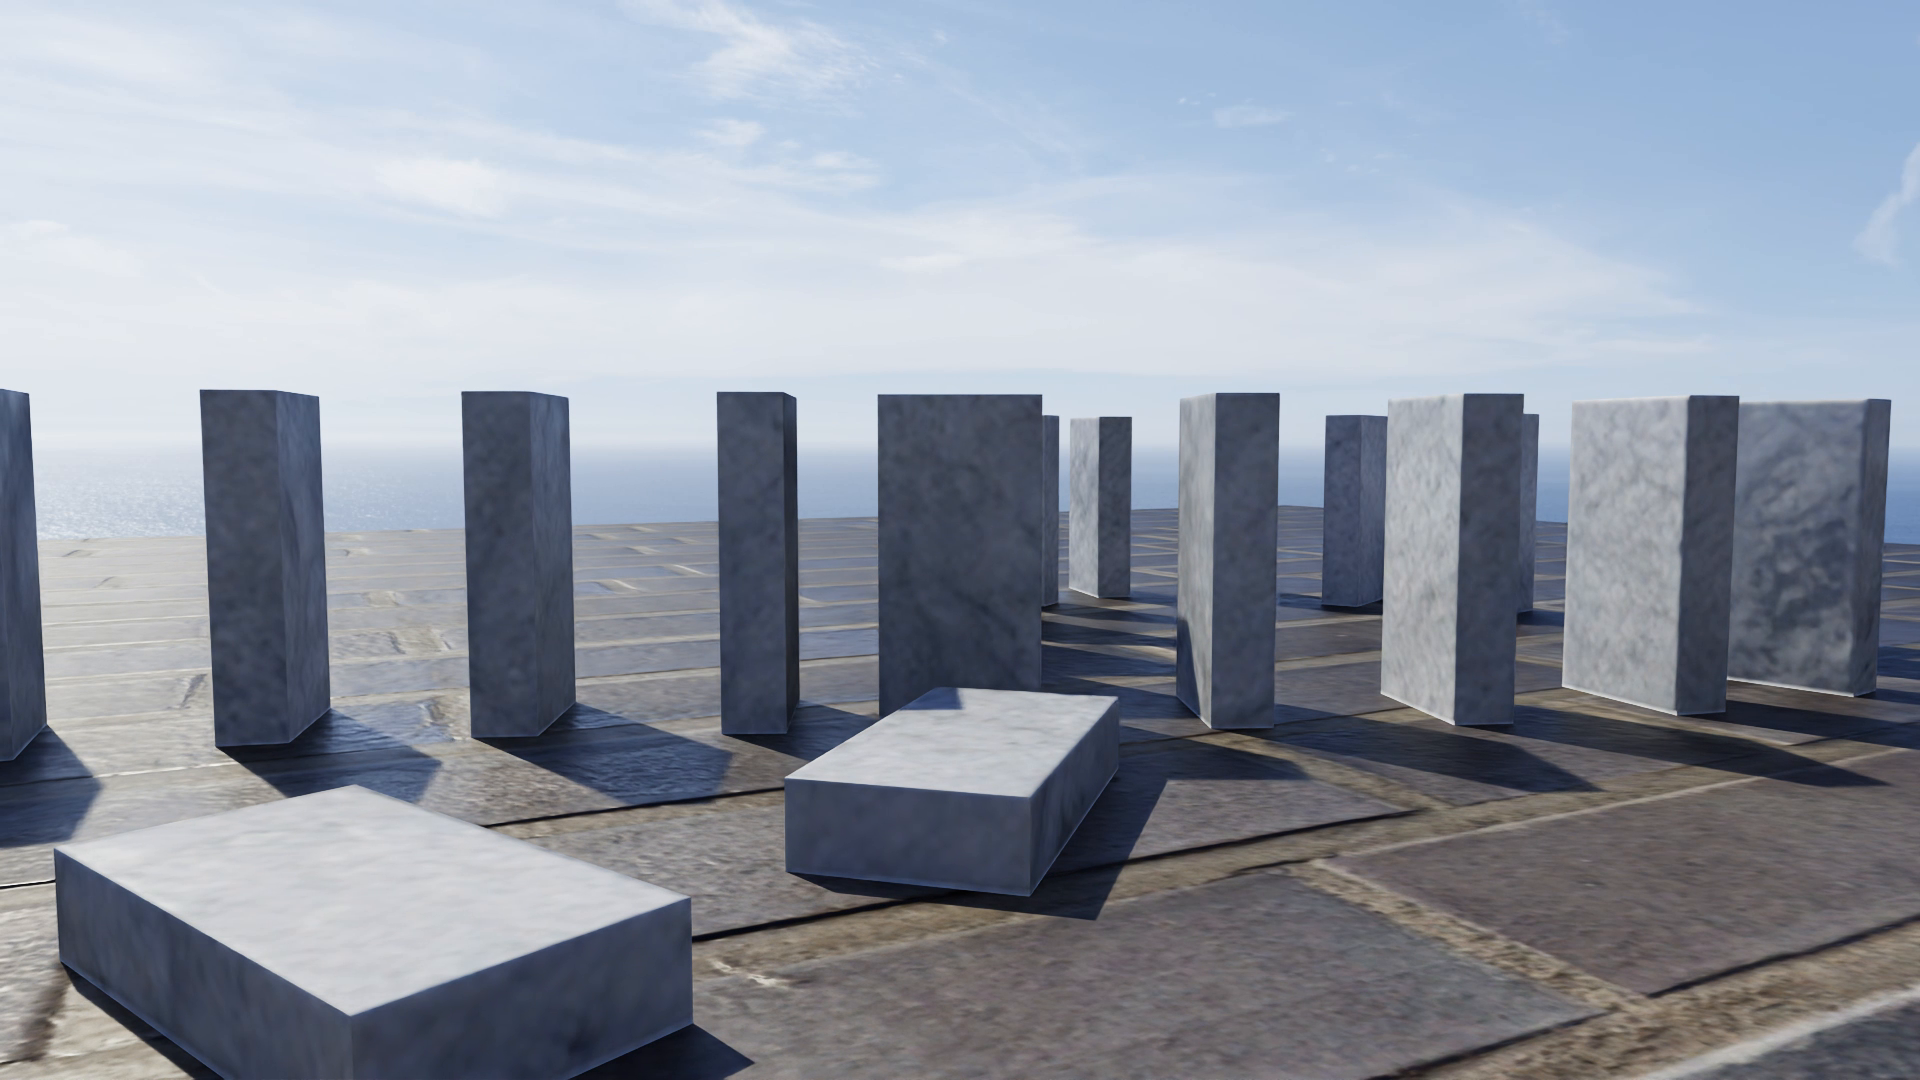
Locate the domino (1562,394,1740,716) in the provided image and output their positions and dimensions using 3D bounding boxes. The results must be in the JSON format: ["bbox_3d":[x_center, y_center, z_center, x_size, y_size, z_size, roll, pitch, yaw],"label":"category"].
[{"bbox_3d":[0.114,0.002,0.213,0.009,0.050,0.025,-1,4,-16],"label":"domino"}]

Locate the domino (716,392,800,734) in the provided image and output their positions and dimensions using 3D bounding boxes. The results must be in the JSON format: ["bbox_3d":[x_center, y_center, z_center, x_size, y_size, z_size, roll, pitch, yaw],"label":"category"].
[{"bbox_3d":[-0.031,0.003,0.199,0.009,0.050,0.025,0,4,-3],"label":"domino"}]

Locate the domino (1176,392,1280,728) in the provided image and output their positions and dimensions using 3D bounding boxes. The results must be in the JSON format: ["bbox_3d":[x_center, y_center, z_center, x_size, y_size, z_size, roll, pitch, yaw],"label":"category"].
[{"bbox_3d":[0.042,0.002,0.203,0.010,0.050,0.025,0,4,-2],"label":"domino"}]

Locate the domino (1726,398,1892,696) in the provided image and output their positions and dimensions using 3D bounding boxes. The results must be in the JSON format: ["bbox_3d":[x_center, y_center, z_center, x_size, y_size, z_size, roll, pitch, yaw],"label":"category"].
[{"bbox_3d":[0.147,0.001,0.227,0.009,0.050,0.025,-3,5,-36],"label":"domino"}]

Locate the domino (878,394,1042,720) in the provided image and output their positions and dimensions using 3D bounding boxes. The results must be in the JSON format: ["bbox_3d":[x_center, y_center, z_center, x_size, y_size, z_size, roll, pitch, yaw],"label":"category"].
[{"bbox_3d":[0.000,0.002,0.201,0.025,0.050,0.009,0,4,0],"label":"domino"}]

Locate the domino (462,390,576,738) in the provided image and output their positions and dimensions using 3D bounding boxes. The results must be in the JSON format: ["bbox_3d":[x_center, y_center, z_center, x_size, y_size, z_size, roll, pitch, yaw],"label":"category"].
[{"bbox_3d":[-0.067,0.003,0.197,0.009,0.050,0.025,0,4,-4],"label":"domino"}]

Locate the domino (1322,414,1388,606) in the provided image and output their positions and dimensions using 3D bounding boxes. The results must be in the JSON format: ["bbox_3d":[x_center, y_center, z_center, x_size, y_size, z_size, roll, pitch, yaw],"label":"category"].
[{"bbox_3d":[0.107,-0.008,0.346,0.010,0.050,0.025,3,5,36],"label":"domino"}]

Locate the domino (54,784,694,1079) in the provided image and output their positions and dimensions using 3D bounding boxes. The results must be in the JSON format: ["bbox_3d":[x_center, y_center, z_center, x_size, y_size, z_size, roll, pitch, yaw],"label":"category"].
[{"bbox_3d":[-0.047,0.030,0.100,0.050,0.009,0.025,3,5,38],"label":"domino"}]

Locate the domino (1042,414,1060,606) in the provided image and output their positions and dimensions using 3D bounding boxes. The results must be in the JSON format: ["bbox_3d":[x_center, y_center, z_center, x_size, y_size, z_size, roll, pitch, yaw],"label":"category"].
[{"bbox_3d":[0.013,-0.008,0.344,0.025,0.050,0.010,2,5,26],"label":"domino"}]

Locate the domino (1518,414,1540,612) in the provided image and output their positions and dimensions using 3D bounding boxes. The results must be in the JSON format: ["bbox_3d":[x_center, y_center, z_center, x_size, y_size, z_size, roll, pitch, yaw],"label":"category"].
[{"bbox_3d":[0.134,-0.007,0.322,0.025,0.050,0.010,-4,6,-41],"label":"domino"}]

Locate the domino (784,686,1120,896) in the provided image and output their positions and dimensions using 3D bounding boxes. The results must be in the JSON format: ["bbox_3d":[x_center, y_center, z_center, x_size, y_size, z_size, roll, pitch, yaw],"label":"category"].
[{"bbox_3d":[0.002,0.027,0.148,0.025,0.009,0.050,1,4,17],"label":"domino"}]

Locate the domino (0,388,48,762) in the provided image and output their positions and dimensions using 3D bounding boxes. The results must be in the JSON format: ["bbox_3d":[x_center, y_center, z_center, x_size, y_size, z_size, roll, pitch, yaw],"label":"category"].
[{"bbox_3d":[-0.137,0.004,0.180,0.010,0.050,0.025,-2,5,-27],"label":"domino"}]

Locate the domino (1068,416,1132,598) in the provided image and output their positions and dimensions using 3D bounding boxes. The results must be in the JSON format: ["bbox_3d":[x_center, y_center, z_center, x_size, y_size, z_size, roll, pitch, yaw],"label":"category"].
[{"bbox_3d":[0.040,-0.010,0.367,0.009,0.050,0.025,-1,4,-14],"label":"domino"}]

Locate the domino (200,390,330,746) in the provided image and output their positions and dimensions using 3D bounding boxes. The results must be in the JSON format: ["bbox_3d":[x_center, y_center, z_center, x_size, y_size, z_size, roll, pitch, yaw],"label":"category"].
[{"bbox_3d":[-0.103,0.003,0.192,0.010,0.050,0.025,-1,4,-14],"label":"domino"}]

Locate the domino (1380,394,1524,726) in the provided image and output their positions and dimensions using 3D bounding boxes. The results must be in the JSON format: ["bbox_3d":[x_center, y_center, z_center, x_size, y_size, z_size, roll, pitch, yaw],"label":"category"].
[{"bbox_3d":[0.078,0.002,0.205,0.009,0.050,0.025,-1,4,-7],"label":"domino"}]
